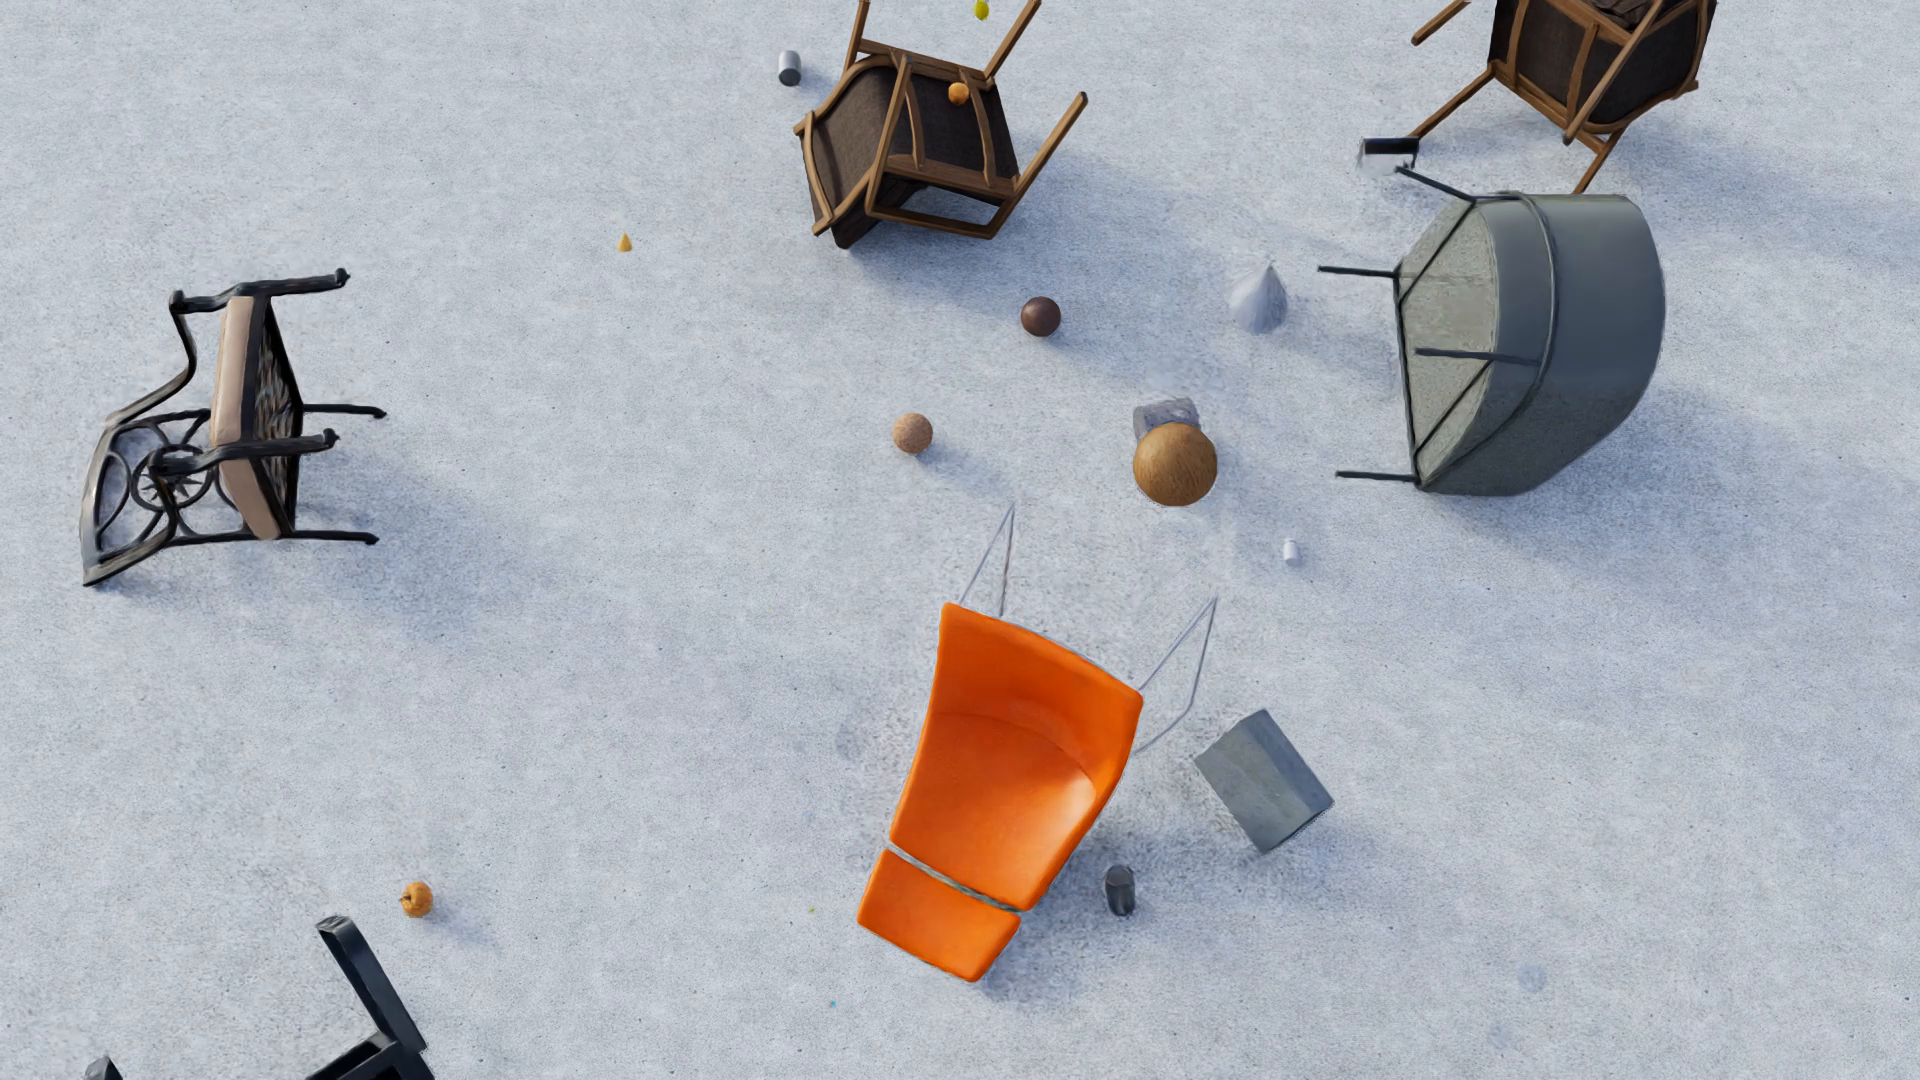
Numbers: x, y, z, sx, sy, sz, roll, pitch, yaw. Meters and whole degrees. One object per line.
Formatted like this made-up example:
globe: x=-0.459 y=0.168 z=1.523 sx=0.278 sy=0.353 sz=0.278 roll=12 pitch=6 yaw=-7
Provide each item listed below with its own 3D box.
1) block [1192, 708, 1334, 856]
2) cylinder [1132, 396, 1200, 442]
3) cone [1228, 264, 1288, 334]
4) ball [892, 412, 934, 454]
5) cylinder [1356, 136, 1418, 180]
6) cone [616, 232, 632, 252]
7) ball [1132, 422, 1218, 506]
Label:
block: x=0.820 y=0.653 z=5.947 sx=0.121 sy=0.212 sz=0.315 roll=-19 pitch=69 yaw=-50
cylinder: x=0.631 y=-0.340 z=6.702 sx=0.164 sy=0.162 sz=0.171 roll=-12 pitch=15 yaw=-8
cone: x=0.969 y=-0.819 z=6.998 sx=0.194 sy=0.189 sz=0.264 roll=12 pitch=55 yaw=1
ball: x=-0.145 y=-0.327 z=6.718 sx=0.126 sy=0.126 sz=0.126 roll=0 pitch=56 yaw=0
cylinder: x=1.414 y=-1.266 z=7.286 sx=0.176 sy=0.192 sz=0.072 roll=-4 pitch=63 yaw=-3
cone: x=-1.096 y=-0.983 z=7.190 sx=0.051 sy=0.062 sz=0.057 roll=21 pitch=47 yaw=12
ball: x=0.616 y=-0.216 z=6.291 sx=0.242 sy=0.242 sz=0.242 roll=0 pitch=56 yaw=0
